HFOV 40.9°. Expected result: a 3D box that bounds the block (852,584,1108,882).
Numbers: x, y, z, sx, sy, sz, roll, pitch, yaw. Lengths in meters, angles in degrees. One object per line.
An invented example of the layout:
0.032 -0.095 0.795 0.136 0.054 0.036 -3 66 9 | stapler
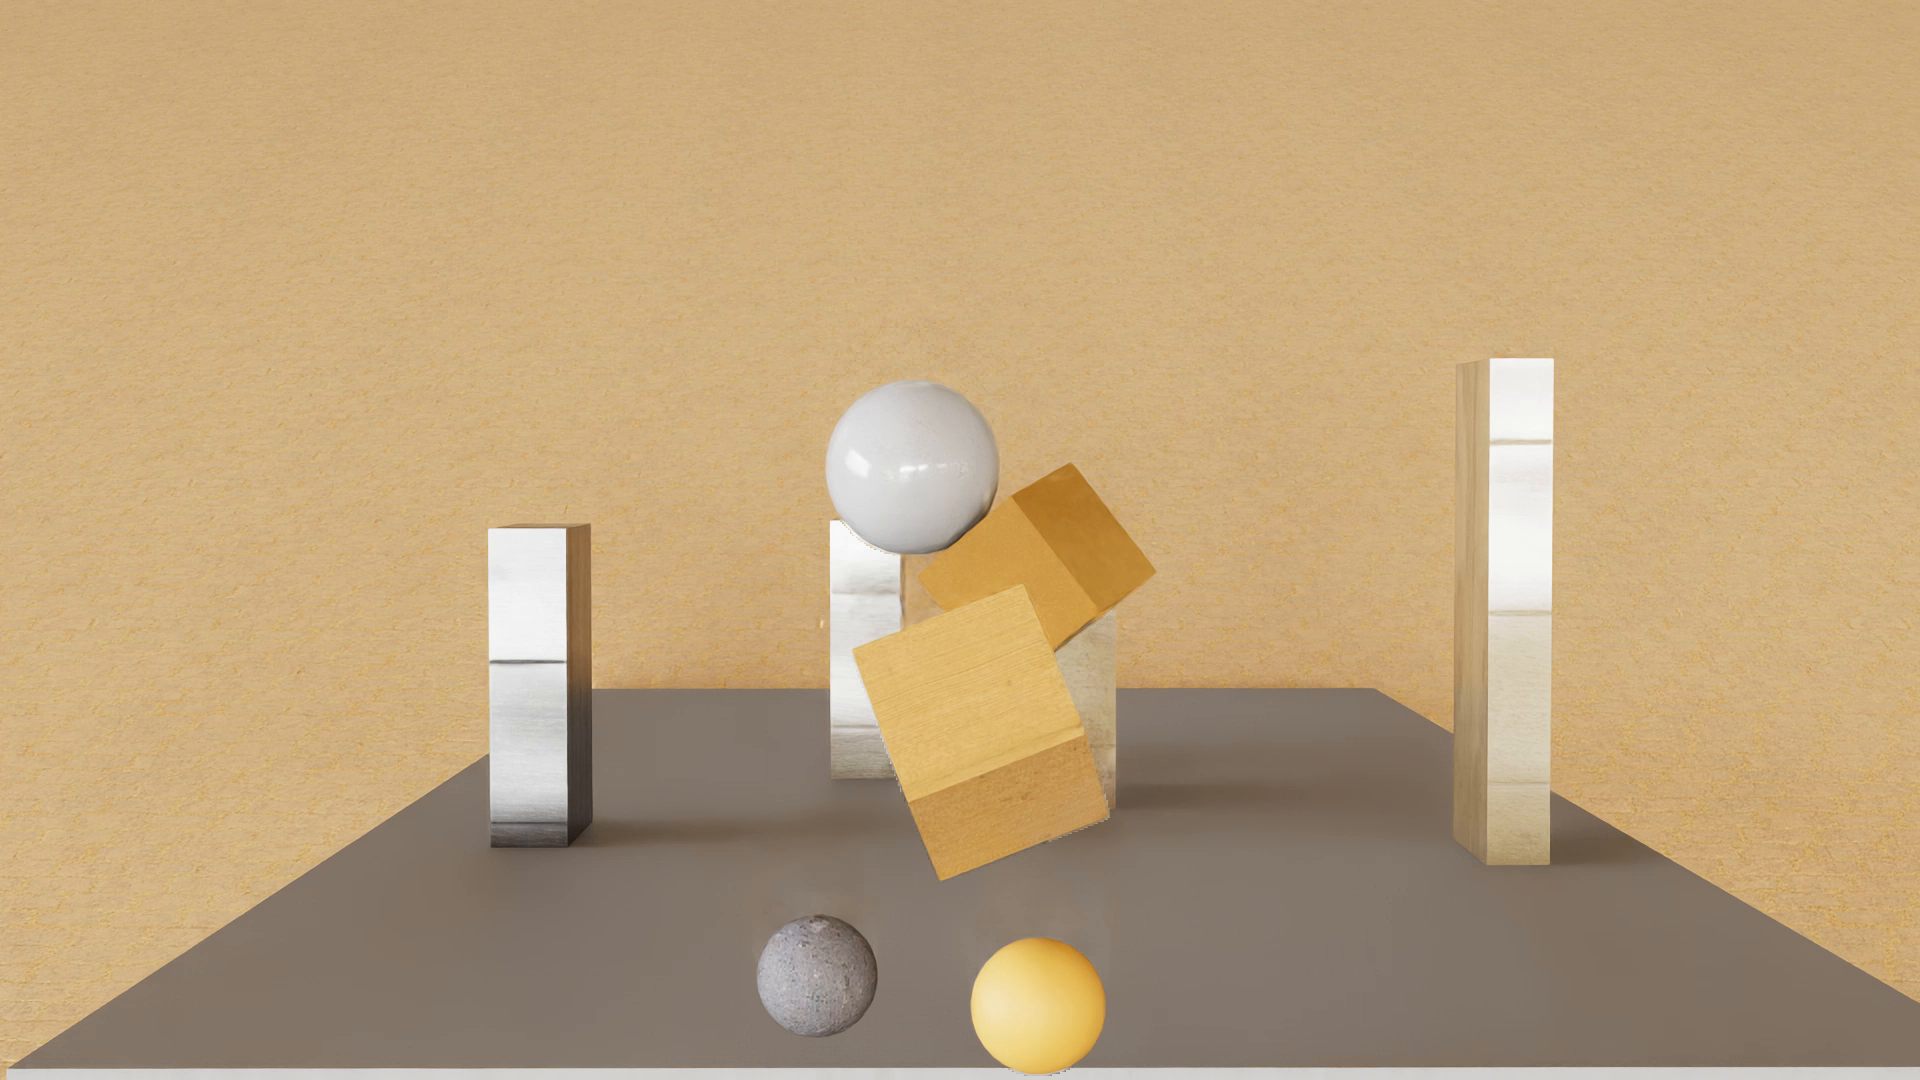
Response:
0.019 0.176 2.338 0.165 0.165 0.165 -21 57 -2 | block

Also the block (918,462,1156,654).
0.086 0.037 2.843 0.156 0.156 0.156 52 31 5 | block

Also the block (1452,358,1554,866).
0.818 0.102 3.892 0.092 0.741 0.258 0 2 0 | block

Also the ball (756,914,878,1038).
-0.145 0.442 2.610 0.123 0.123 0.123 0 24 0 | ball

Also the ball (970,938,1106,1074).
0.076 0.452 2.499 0.131 0.131 0.131 0 24 0 | ball

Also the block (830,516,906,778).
-0.175 0.196 4.957 0.130 0.477 0.395 0 2 0 | block

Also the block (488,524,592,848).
-0.661 0.222 4.075 0.118 0.489 0.272 0 2 0 | block

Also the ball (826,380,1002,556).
-0.051 -0.080 2.830 0.193 0.193 0.193 0 24 0 | ball

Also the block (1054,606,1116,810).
0.207 0.233 4.511 0.112 0.434 0.320 0 2 0 | block

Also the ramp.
0.055 0.499 4.546 2.000 0.100 4.000 0 2 0 | ramp
